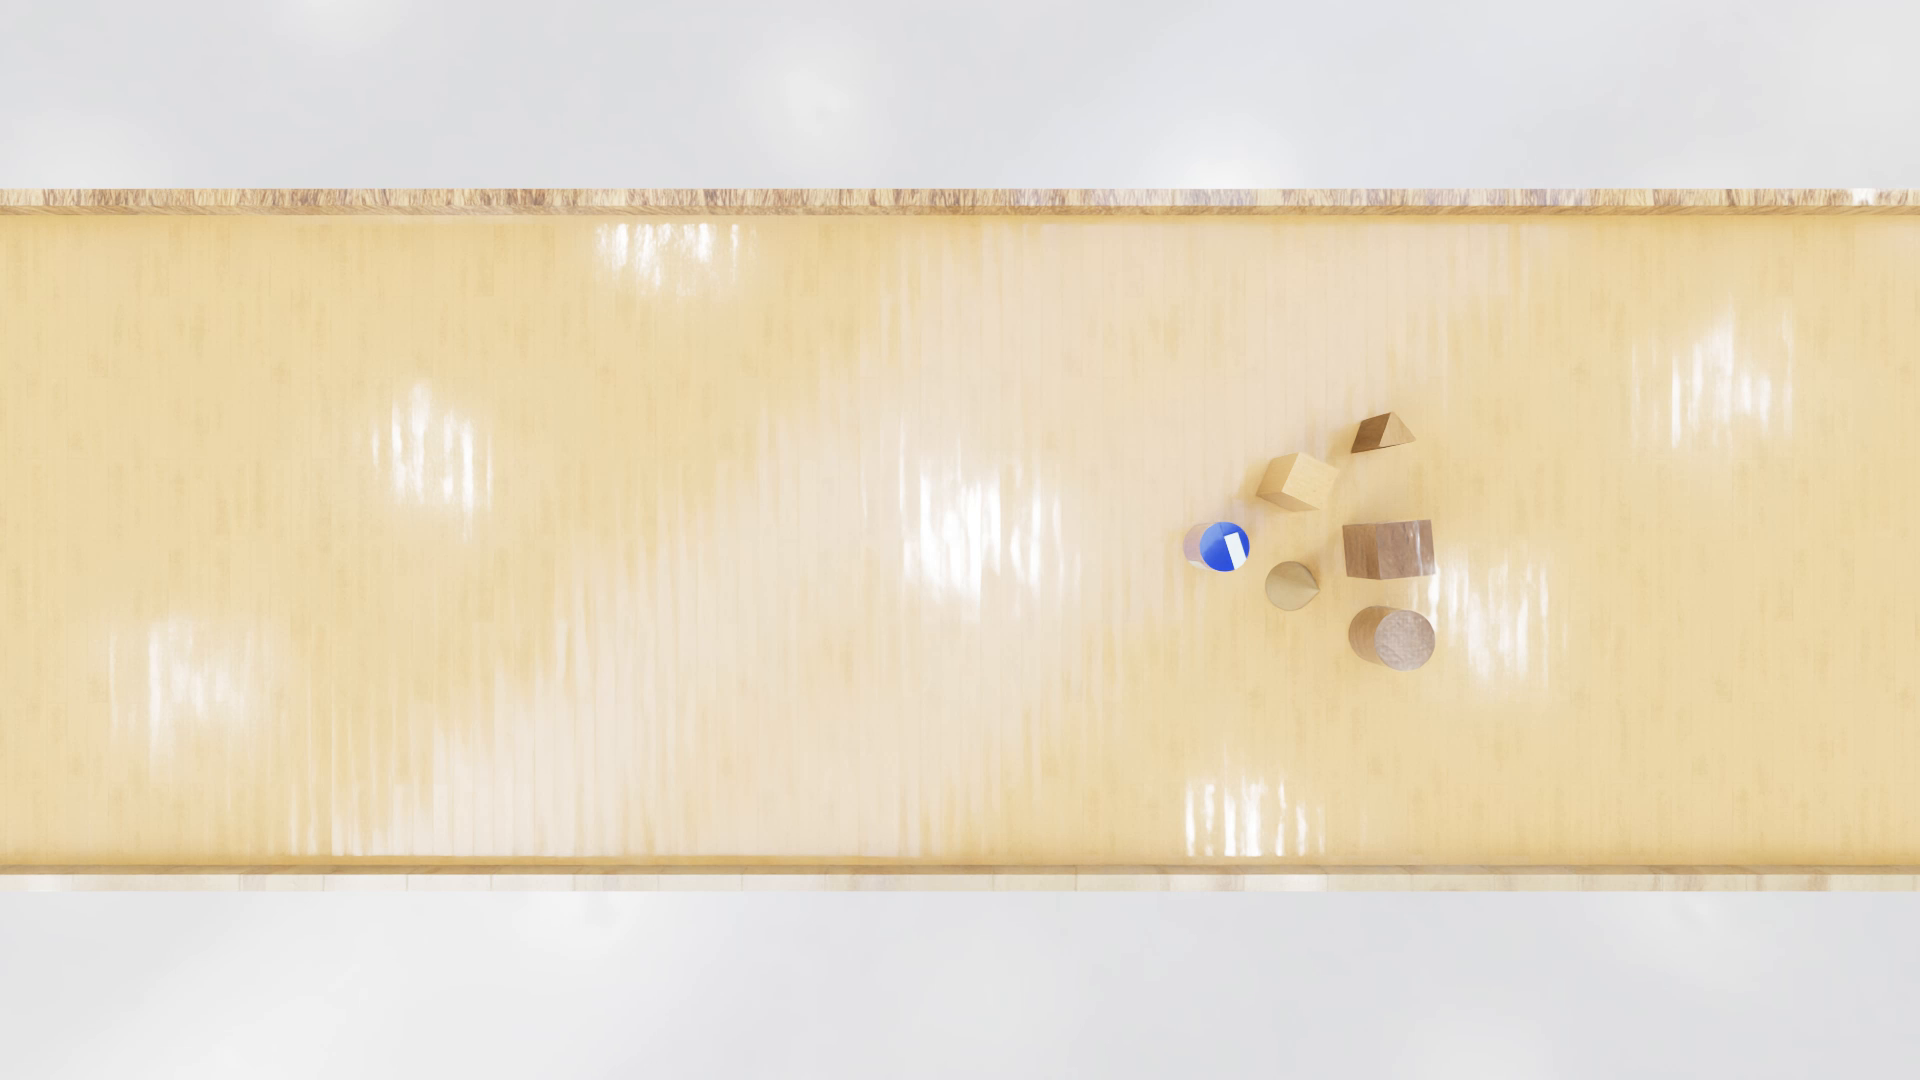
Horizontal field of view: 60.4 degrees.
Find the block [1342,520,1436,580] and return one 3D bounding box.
[{"bbox_3d":[1.263,0.027,4.874,0.159,0.404,0.159,-5,90,0],"label":"block"}]

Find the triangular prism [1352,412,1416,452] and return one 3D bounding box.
[{"bbox_3d":[1.248,-0.323,4.903,0.107,0.348,0.093,-10,90,0],"label":"triangular prism"}]

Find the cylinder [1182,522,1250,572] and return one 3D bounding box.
[{"bbox_3d":[0.757,0.019,4.896,0.143,0.361,0.143,0,90,0],"label":"cylinder"}]

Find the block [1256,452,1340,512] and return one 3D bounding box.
[{"bbox_3d":[0.991,-0.168,4.870,0.124,0.413,0.124,25,90,0],"label":"block"}]

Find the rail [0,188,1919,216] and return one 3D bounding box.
[{"bbox_3d":[-2.247,-1.025,5.002,12.000,0.150,0.050,0,90,0],"label":"rail"}]

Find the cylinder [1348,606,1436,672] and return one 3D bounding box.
[{"bbox_3d":[1.285,0.290,4.919,0.178,0.314,0.178,0,90,0],"label":"cylinder"}]

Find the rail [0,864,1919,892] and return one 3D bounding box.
[{"bbox_3d":[-2.247,1.025,5.001,12.000,0.150,0.050,0,90,0],"label":"rail"}]

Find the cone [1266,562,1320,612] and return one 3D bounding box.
[{"bbox_3d":[1.016,0.142,4.860,0.154,0.433,0.154,0,90,0],"label":"cone"}]
